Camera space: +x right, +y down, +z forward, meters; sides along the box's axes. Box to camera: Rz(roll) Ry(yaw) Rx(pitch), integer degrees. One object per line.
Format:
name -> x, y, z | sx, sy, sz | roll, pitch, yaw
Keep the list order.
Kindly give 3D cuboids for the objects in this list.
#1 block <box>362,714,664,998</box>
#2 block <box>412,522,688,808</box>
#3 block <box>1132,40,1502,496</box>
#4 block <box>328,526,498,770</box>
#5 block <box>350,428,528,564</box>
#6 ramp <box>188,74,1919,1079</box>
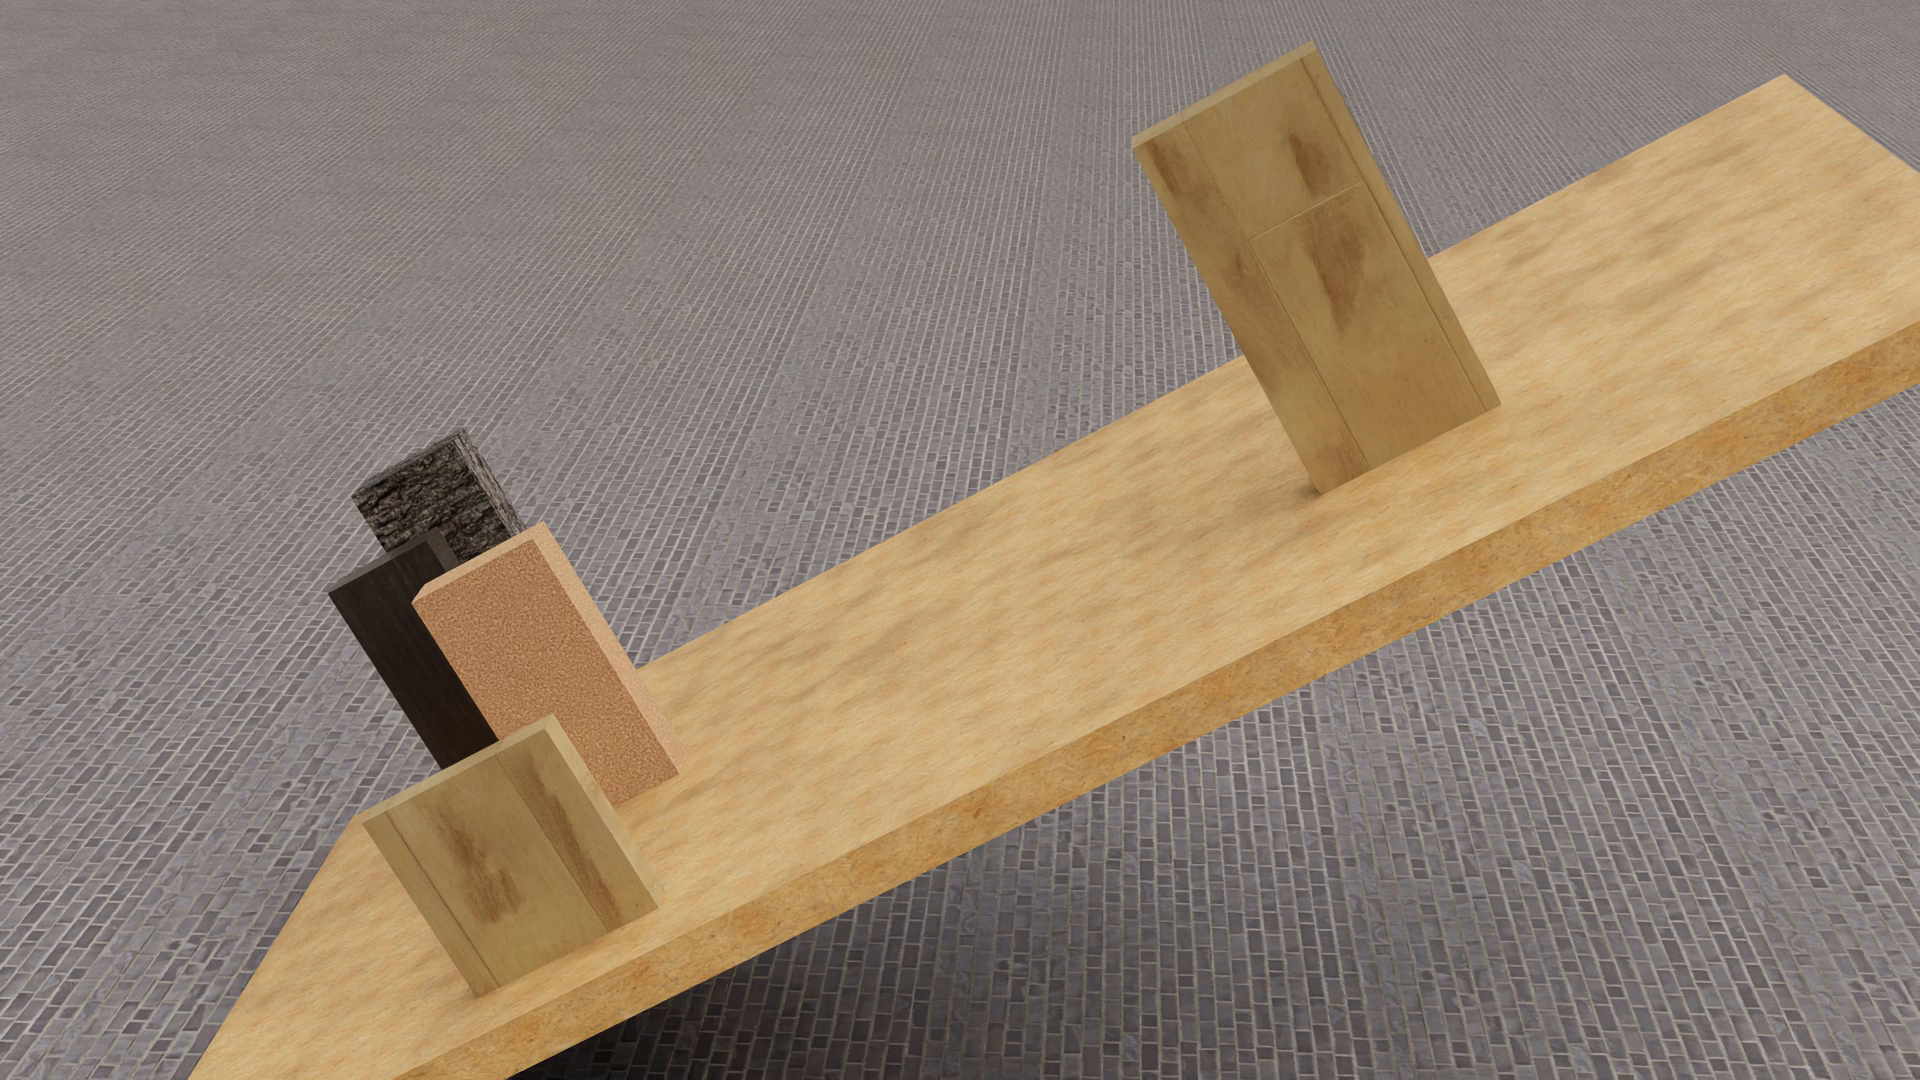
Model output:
block -> -0.861, 0.614, 5.690 | 0.416, 0.420, 0.081 | -27, 14, 11
block -> -0.891, 0.304, 6.420 | 0.309, 0.612, 0.125 | -27, 14, 11
block -> 0.696, -0.526, 5.739 | 0.394, 0.787, 0.131 | -27, 14, 11
block -> -1.158, 0.322, 6.794 | 0.269, 0.659, 0.106 | -27, 14, 11
block -> -1.112, 0.146, 7.042 | 0.285, 0.788, 0.128 | -27, 14, 11
ramp -> 0.142, 0.167, 6.283 | 4.000, 0.100, 2.000 | -27, 14, 11
